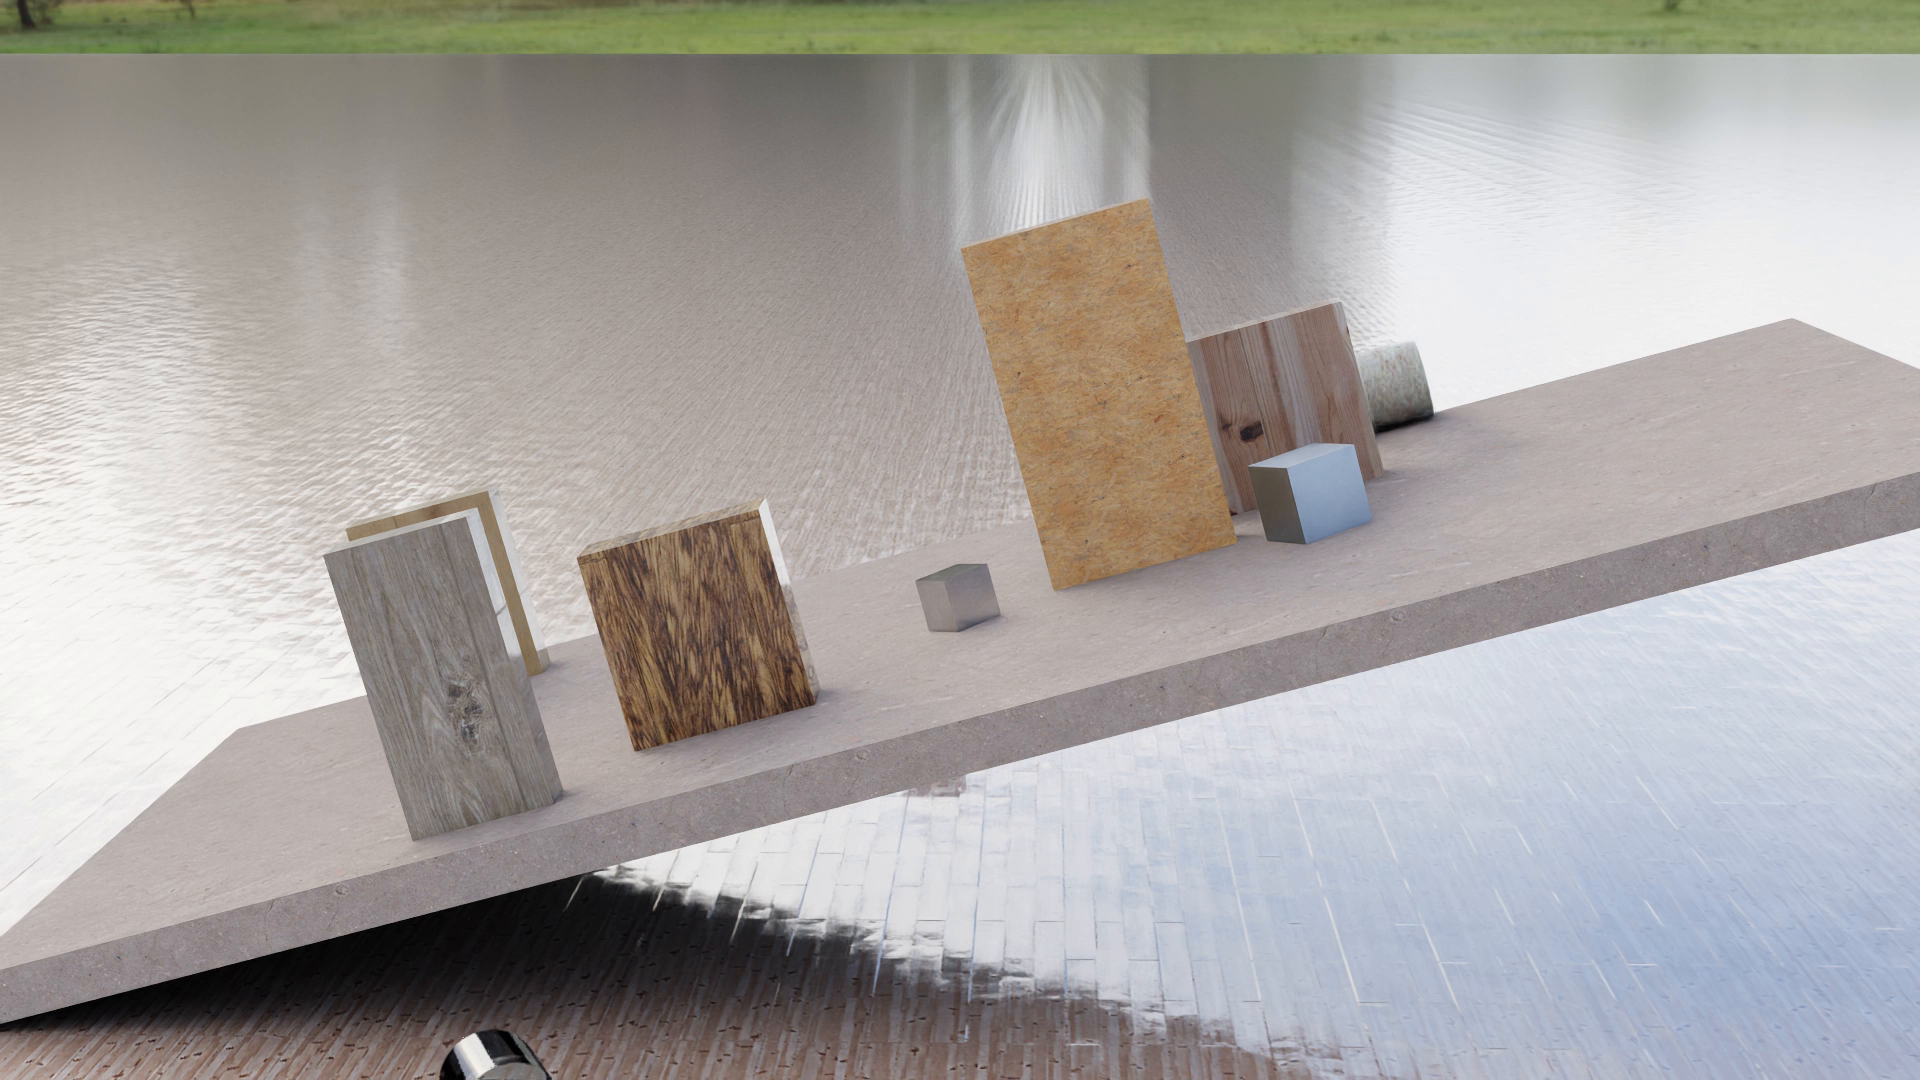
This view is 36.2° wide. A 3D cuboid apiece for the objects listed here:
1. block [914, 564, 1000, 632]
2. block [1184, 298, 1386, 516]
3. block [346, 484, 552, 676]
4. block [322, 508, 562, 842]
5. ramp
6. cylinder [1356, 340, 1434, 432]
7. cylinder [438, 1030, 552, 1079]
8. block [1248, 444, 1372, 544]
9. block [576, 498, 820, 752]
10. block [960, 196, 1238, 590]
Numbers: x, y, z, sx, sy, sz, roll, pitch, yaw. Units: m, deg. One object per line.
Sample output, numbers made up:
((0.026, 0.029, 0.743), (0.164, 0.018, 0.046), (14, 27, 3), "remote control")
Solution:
((-0.004, 0.122, 6.211), (0.114, 0.114, 0.114), (-21, 11, -31), "block")
((0.701, -0.292, 6.599), (0.409, 0.404, 0.089), (-15, 9, 4), "block")
((-1.226, 0.136, 7.059), (0.355, 0.457, 0.114), (-15, 9, 4), "block")
((-0.980, 0.255, 5.594), (0.282, 0.573, 0.108), (-15, 9, 4), "block")
((0.081, 0.191, 6.329), (4.000, 0.100, 2.000), (-15, 9, 4), "ramp")
((1.037, -0.370, 7.173), (0.190, 0.190, 0.190), (-15, 9, 5), "cylinder")
((-0.774, 0.933, 4.948), (0.172, 0.172, 0.172), (-4, 11, -21), "cylinder")
((0.731, -0.098, 6.145), (0.165, 0.165, 0.165), (-19, 10, -21), "block")
((-0.519, 0.168, 5.872), (0.373, 0.406, 0.144), (-15, 9, 4), "block")
((0.298, -0.311, 6.272), (0.406, 0.758, 0.098), (-15, 9, 4), "block")
